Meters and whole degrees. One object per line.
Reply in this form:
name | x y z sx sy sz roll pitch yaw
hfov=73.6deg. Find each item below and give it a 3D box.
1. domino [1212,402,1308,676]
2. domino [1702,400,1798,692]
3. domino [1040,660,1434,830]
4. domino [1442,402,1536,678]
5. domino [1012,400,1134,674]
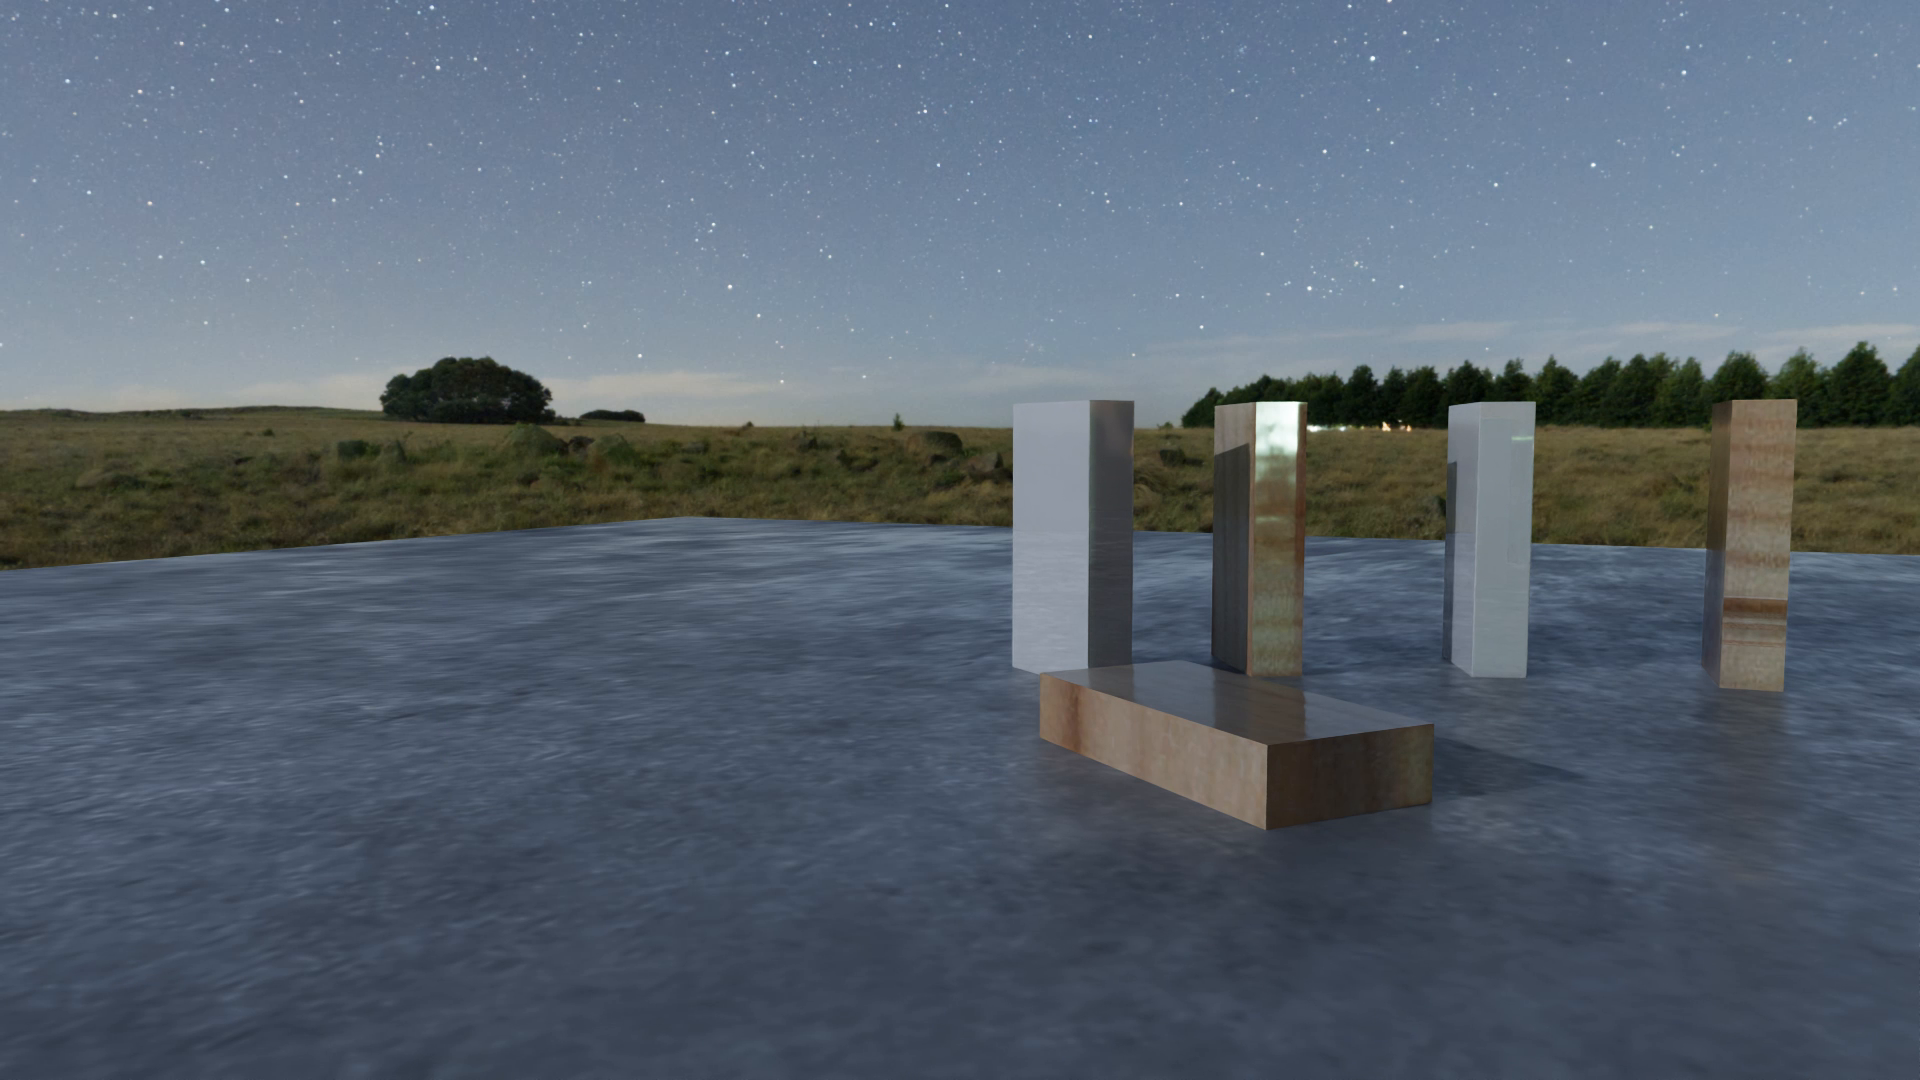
domino | 0.057 -0.001 0.246 0.009 0.050 0.025 0 4 -6
domino | 0.142 0.000 0.232 0.010 0.050 0.025 2 5 23
domino | 0.034 0.025 0.169 0.025 0.010 0.050 -2 5 -26
domino | 0.100 -0.001 0.244 0.010 0.050 0.025 1 4 9
domino | 0.020 0.000 0.235 0.009 0.050 0.025 -2 5 -29
